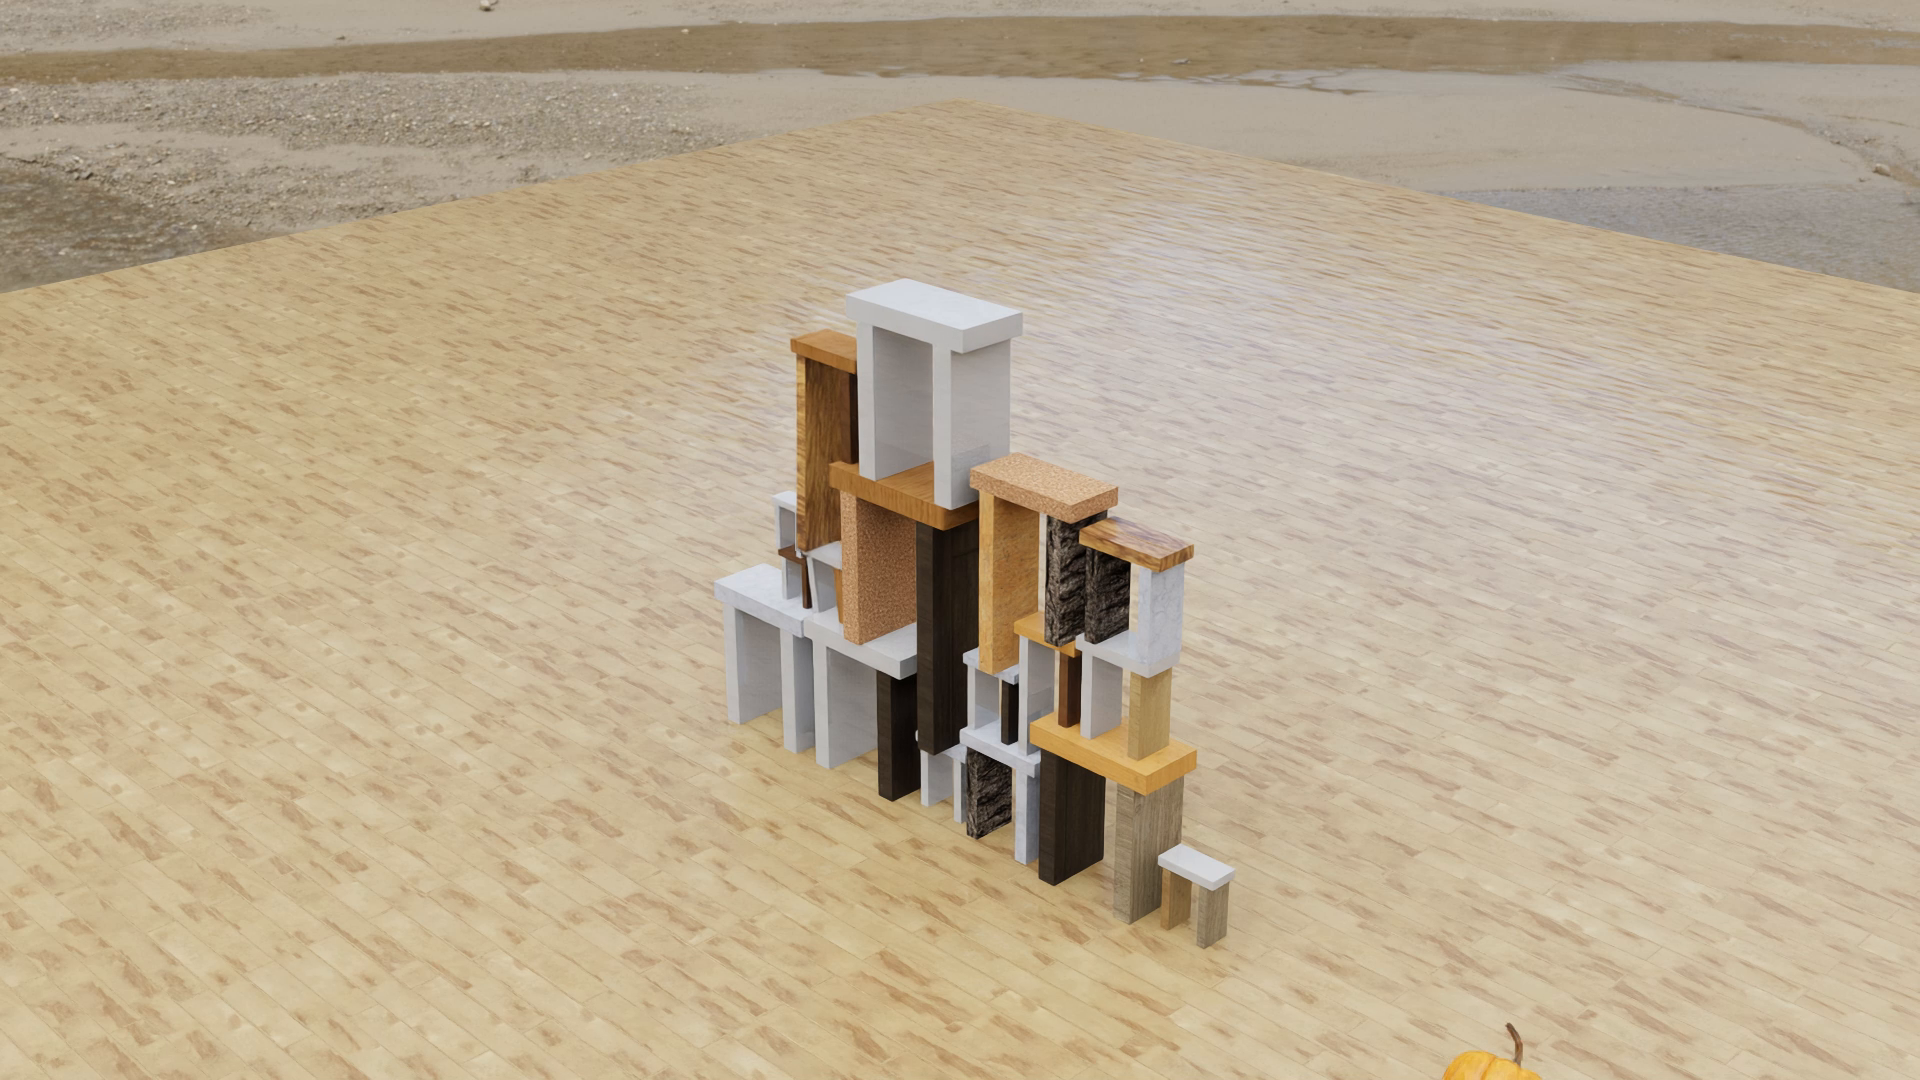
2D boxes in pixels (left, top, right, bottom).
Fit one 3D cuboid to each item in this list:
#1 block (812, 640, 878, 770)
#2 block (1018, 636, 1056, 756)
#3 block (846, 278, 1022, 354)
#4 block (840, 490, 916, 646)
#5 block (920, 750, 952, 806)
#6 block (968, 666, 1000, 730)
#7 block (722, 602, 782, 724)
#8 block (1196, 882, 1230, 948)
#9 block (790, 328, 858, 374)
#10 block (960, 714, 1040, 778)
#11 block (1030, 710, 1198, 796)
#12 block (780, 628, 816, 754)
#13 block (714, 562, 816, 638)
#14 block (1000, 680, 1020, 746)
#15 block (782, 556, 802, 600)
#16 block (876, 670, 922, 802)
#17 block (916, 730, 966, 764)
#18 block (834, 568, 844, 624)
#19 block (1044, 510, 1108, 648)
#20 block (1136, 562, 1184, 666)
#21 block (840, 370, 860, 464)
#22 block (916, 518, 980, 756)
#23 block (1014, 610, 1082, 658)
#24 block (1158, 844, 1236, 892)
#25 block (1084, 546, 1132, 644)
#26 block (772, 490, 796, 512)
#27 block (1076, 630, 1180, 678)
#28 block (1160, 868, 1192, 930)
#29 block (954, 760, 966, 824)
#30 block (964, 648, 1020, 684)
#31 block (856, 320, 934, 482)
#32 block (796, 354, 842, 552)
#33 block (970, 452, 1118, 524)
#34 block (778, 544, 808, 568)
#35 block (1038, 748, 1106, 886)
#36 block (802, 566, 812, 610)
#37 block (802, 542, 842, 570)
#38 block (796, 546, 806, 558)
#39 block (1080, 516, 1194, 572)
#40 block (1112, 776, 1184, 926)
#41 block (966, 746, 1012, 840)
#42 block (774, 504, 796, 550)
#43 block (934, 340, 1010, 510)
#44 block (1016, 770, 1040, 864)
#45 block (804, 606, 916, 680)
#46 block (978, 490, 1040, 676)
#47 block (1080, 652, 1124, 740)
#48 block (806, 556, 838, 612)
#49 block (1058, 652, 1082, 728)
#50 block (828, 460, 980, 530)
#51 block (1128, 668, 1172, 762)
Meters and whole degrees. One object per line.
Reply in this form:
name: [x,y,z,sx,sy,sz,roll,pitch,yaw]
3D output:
block: [-0.238,0.324,4.626,0.041,0.289,0.144,21,31,41]
block: [0.146,0.285,4.185,0.022,0.250,0.076,21,31,41]
block: [-0.050,-0.421,4.106,0.157,0.044,0.313,-21,31,-40]
block: [-0.162,0.035,4.421,0.162,0.323,0.046,-21,31,-41]
block: [-0.047,0.466,4.480,0.071,0.142,0.020,-21,31,-41]
block: [0.046,0.297,4.302,0.019,0.136,0.068,21,31,41]
block: [-0.446,0.249,4.812,0.040,0.283,0.141,21,31,41]
block: [0.461,0.675,4.006,0.018,0.129,0.064,21,31,41]
block: [-0.234,-0.372,4.322,0.096,0.027,0.192,-21,31,-39]
block: [0.106,0.398,4.274,0.200,0.028,0.100,21,31,41]
block: [0.283,0.382,4.079,0.285,0.040,0.143,21,31,41]
block: [-0.313,0.301,4.690,0.040,0.283,0.141,21,31,41]
block: [-0.379,0.126,4.688,0.283,0.040,0.141,21,31,41]
block: [0.110,0.322,4.243,0.019,0.136,0.068,21,31,41]
block: [-0.353,0.074,4.637,0.049,0.097,0.014,-21,31,-41]
block: [-0.102,0.378,4.501,0.041,0.289,0.144,21,31,41]
block: [-0.014,0.405,4.417,0.071,0.020,0.142,-21,31,-40]
block: [-0.226,0.106,4.512,0.017,0.120,0.060,13,26,43]
block: [0.212,0.058,4.022,0.036,0.252,0.126,21,31,41]
block: [0.355,0.121,3.894,0.026,0.186,0.093,21,31,40]
block: [-0.190,-0.253,4.322,0.096,0.192,0.027,-21,31,-40]
block: [-0.011,0.172,4.313,0.162,0.491,0.046,-21,31,-40]
block: [0.182,0.174,4.099,0.152,0.022,0.076,21,31,40]
block: [0.431,0.595,4.005,0.129,0.018,0.064,21,31,41]
block: [0.268,0.087,3.975,0.026,0.186,0.093,21,31,41]
block: [-0.341,-0.078,4.562,0.099,0.014,0.050,21,31,41]
block: [0.303,0.198,3.983,0.174,0.025,0.087,21,31,41]
block: [0.400,0.651,4.062,0.018,0.129,0.064,21,31,41]
block: [0.020,0.492,4.419,0.071,0.142,0.020,-21,31,-41]
block: [0.078,0.238,4.242,0.136,0.019,0.068,21,31,41]
block: [-0.124,-0.285,4.243,0.157,0.313,0.044,-21,31,-40]
block: [-0.286,-0.185,4.459,0.096,0.424,0.027,-20,33,-39]
block: [0.153,-0.097,4.021,0.252,0.036,0.126,21,31,41]
block: [-0.330,0.032,4.594,0.097,0.014,0.049,21,31,41]
block: [0.215,0.505,4.205,0.040,0.285,0.143,21,31,41]
block: [-0.307,0.092,4.594,0.014,0.097,0.049,21,31,41]
block: [-0.262,0.028,4.522,0.060,0.017,0.120,-20,29,-39]
block: [-0.317,-0.016,4.563,0.014,0.099,0.050,21,31,41]
block: [0.312,0.006,3.893,0.186,0.026,0.093,21,31,40]
block: [0.350,0.558,4.081,0.040,0.285,0.143,21,31,41]
block: [0.059,0.485,4.362,0.028,0.200,0.100,21,31,41]
block: [-0.364,-0.035,4.606,0.014,0.099,0.050,21,31,41]
block: [0.023,-0.227,4.107,0.157,0.313,0.044,-21,31,-40]
block: [0.153,0.522,4.276,0.028,0.200,0.100,21,31,41]
block: [-0.170,0.199,4.499,0.289,0.041,0.144,21,31,41]
block: [0.093,0.065,4.154,0.036,0.368,0.126,21,31,40]
block: [0.262,0.274,4.059,0.025,0.174,0.087,21,31,41]
block: [-0.284,0.085,4.566,0.060,0.120,0.017,-21,23,-41]
block: [0.218,0.268,4.100,0.022,0.152,0.076,21,31,41]
block: [-0.087,-0.105,4.278,0.162,0.046,0.323,-21,31,-40]
block: [0.344,0.306,3.984,0.025,0.174,0.087,21,31,41]
